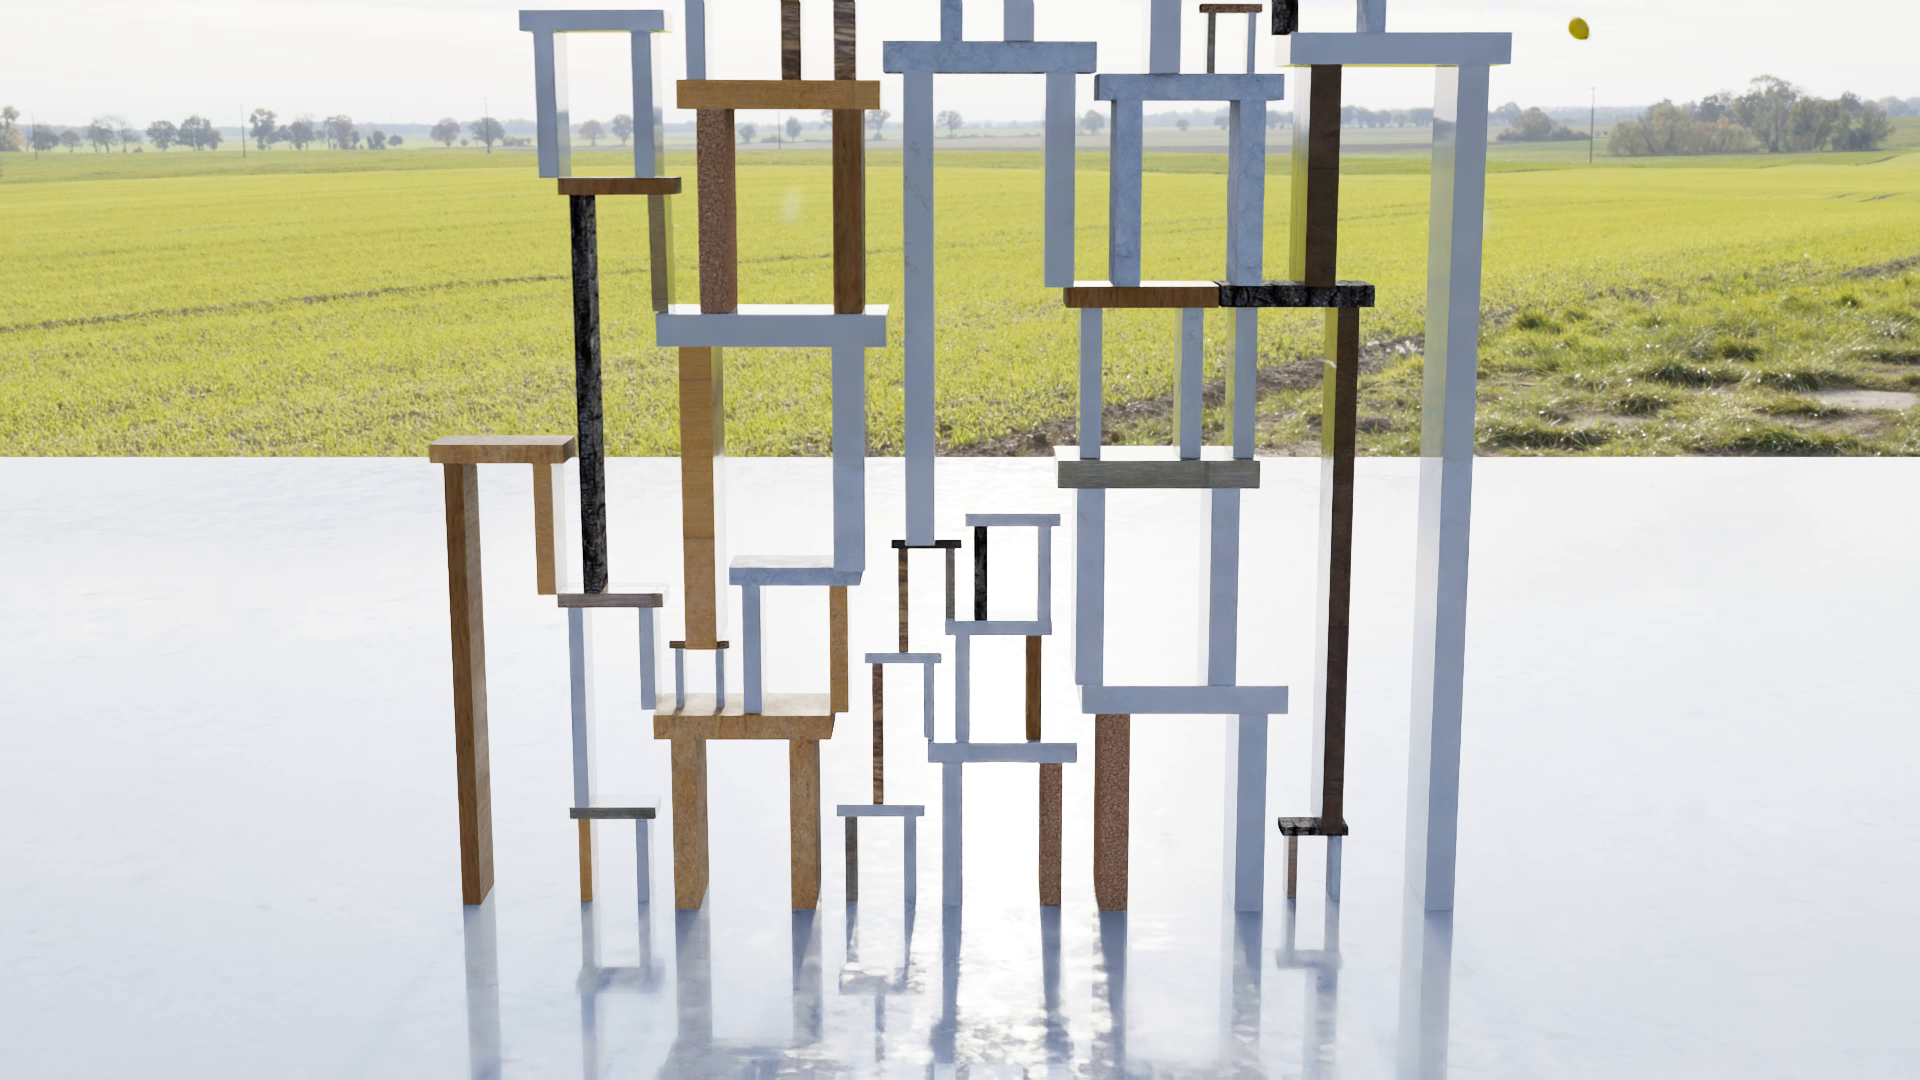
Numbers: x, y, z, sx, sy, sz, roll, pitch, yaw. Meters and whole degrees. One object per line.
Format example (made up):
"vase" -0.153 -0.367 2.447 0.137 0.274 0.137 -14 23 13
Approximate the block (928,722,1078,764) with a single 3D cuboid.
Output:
"block" 0.069 0.334 3.624 0.243 0.034 0.122 0 11 0

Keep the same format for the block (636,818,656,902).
"block" -0.523 0.521 3.655 0.020 0.141 0.071 0 11 0

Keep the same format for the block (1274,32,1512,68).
"block" 0.670 -0.762 3.421 0.337 0.048 0.168 0 11 0

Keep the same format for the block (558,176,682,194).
"block" -0.533 -0.556 3.451 0.181 0.026 0.090 0 11 0

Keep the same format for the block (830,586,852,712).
"block" -0.195 0.167 3.586 0.030 0.210 0.105 0 11 0

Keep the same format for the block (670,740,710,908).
"block" -0.446 0.450 3.641 0.041 0.286 0.143 0 11 0

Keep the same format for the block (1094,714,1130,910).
"block" 0.250 0.427 3.640 0.047 0.331 0.166 0 11 0

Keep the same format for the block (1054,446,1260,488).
"block" 0.313 -0.117 3.538 0.319 0.045 0.159 0 11 0

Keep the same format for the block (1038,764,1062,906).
"block" 0.150 0.470 3.649 0.034 0.243 0.121 0 11 0

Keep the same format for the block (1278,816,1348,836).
"block" 0.585 0.475 3.649 0.109 0.015 0.054 0 11 0

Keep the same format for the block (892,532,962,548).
"block" -0.054 0.001 3.564 0.114 0.016 0.057 0 11 0

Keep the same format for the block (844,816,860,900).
"block" -0.179 0.519 3.657 0.021 0.145 0.072 0 11 0

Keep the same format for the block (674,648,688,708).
"block" -0.456 0.220 3.602 0.014 0.098 0.049 0 11 0

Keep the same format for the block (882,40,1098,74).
"block" 0.045 -0.750 3.420 0.327 0.046 0.163 0 11 -1

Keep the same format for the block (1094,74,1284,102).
"block" 0.355 -0.706 3.431 0.283 0.040 0.142 0 11 0

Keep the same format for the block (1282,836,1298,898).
"block" 0.549 0.536 3.660 0.015 0.109 0.054 0 11 0

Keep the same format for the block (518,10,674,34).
"block" -0.562 -0.803 3.408 0.222 0.031 0.111 0 11 0

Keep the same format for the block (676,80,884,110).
"block" -0.277 -0.694 3.429 0.311 0.044 0.156 0 11 0

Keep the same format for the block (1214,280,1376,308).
"block" 0.528 -0.391 3.490 0.238 0.034 0.119 0 11 0

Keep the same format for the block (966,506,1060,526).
"block" 0.085 -0.039 3.552 0.153 0.022 0.077 0 11 0

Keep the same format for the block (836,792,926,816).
"block" -0.130 0.437 3.642 0.145 0.021 0.072 0 11 0

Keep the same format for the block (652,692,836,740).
"block" -0.351 0.289 3.611 0.286 0.041 0.143 0 11 0

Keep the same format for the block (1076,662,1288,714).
"block" 0.361 0.241 3.605 0.331 0.047 0.166 0 11 0

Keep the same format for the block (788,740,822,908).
"block" -0.255 0.450 3.641 0.041 0.286 0.143 0 11 0

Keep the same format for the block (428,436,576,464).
"block" -0.733 -0.146 3.531 0.212 0.030 0.106 0 11 1

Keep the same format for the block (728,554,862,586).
"block" -0.264 0.049 3.563 0.210 0.030 0.105 0 11 0

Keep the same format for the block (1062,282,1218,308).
"block" 0.285 -0.390 3.489 0.238 0.034 0.119 0 11 0

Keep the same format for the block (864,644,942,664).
"block" -0.092 0.186 3.592 0.125 0.018 0.063 0 11 0

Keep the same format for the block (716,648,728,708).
"block" -0.391 0.220 3.602 0.014 0.098 0.049 0 11 0

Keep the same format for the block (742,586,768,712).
"block" -0.334 0.167 3.586 0.030 0.210 0.105 0 11 0

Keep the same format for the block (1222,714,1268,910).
"block" 0.471 0.427 3.640 0.047 0.331 0.166 0 11 0

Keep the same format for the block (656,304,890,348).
"block" -0.293 -0.341 3.494 0.356 0.050 0.178 0 11 0

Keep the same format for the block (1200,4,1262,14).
"block" 0.419 -0.822 3.404 0.093 0.013 0.046 0 10 0

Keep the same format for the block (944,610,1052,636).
"block" 0.062 0.134 3.586 0.174 0.025 0.087 0 11 0

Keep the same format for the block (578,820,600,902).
"block" -0.617 0.521 3.655 0.020 0.141 0.071 0 10 0

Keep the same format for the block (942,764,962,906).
"block" -0.012 0.470 3.649 0.034 0.243 0.122 0 11 0

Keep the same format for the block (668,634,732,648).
"block" -0.423 0.165 3.592 0.098 0.014 0.049 0 11 0

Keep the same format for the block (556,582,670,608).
"block" -0.563 0.089 3.578 0.170 0.024 0.085 0 11 0

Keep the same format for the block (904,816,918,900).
"block" -0.082 0.519 3.657 0.021 0.145 0.072 0 11 0

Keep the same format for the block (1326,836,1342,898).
"block" 0.622 0.536 3.660 0.015 0.109 0.054 0 11 0

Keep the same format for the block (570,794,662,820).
"block" -0.570 0.441 3.640 0.141 0.020 0.071 0 11 0
